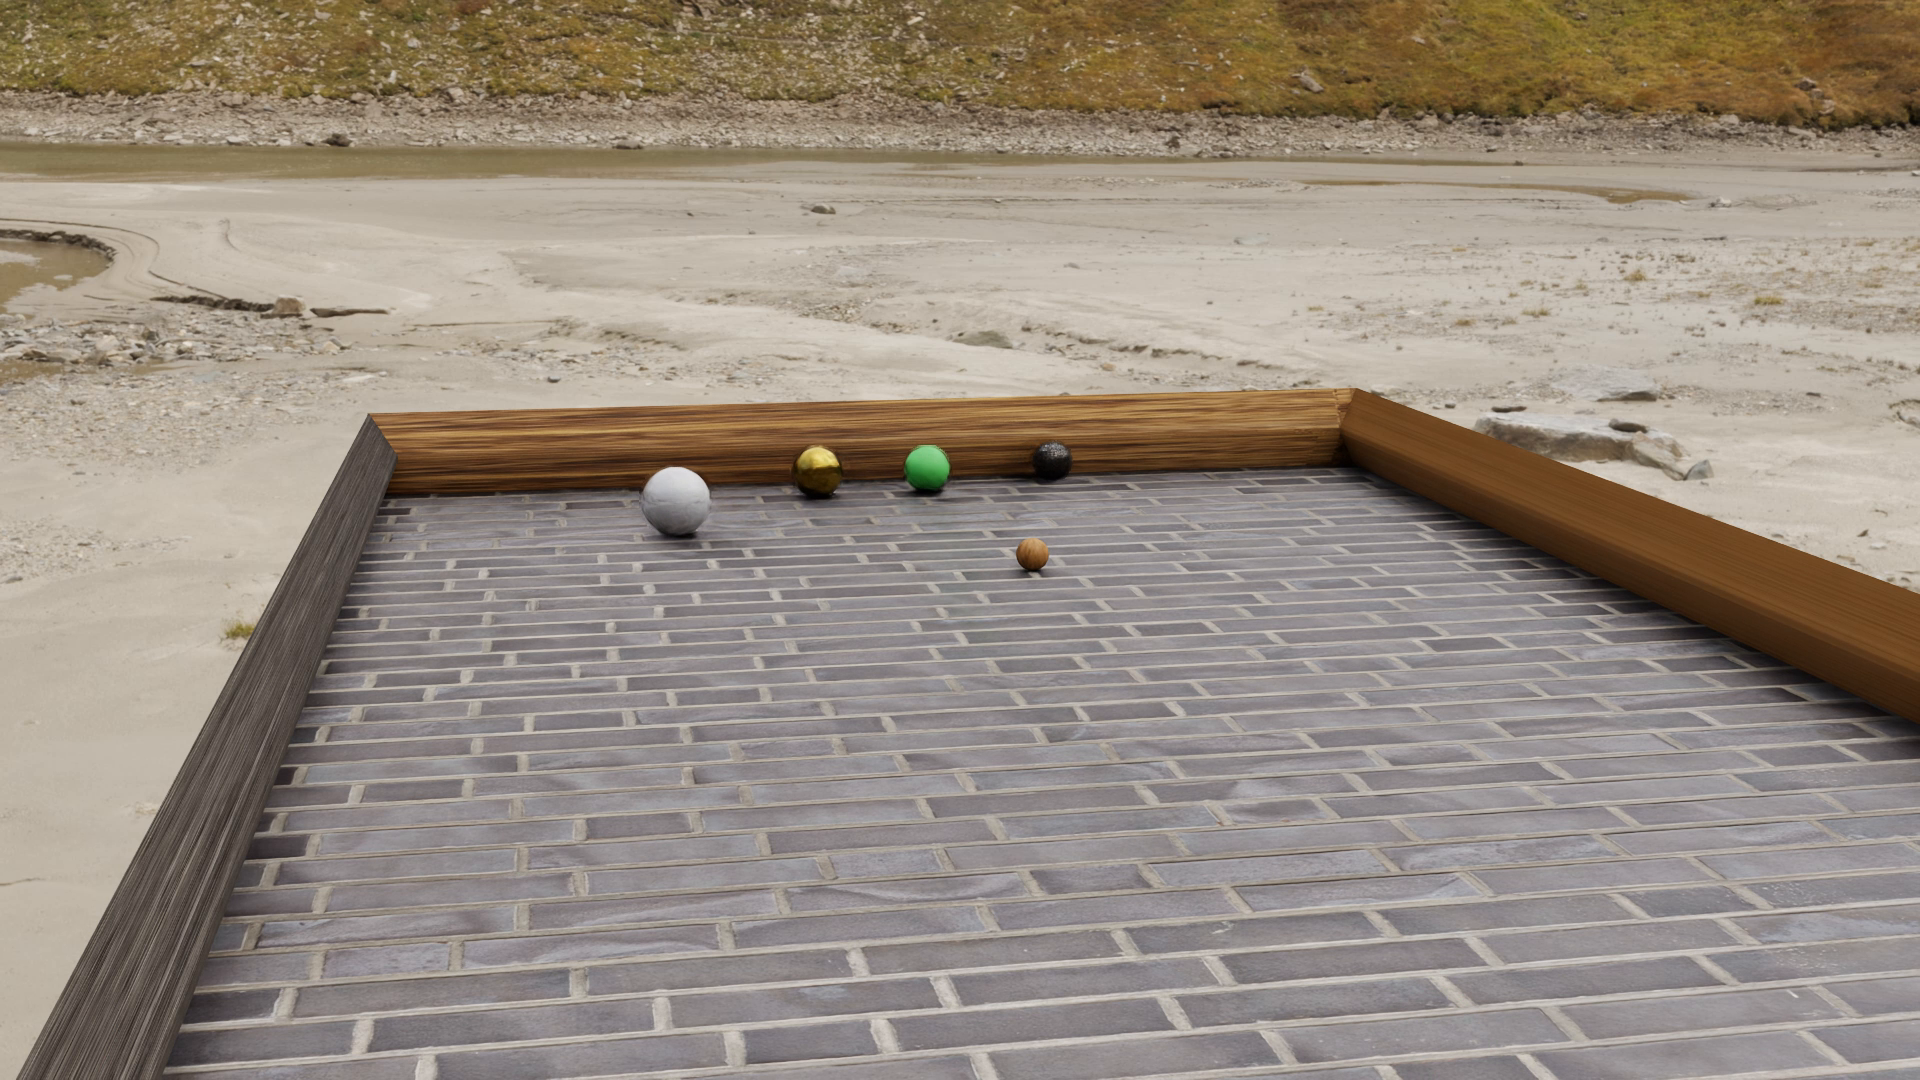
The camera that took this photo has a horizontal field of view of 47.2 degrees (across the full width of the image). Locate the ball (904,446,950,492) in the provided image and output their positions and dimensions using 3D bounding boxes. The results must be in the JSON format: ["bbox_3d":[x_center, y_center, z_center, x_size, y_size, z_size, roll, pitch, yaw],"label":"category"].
[{"bbox_3d":[-0.053,-0.113,3.510,0.072,0.072,0.072,0,12,0],"label":"ball"}]

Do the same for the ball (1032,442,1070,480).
[{"bbox_3d":[0.150,-0.130,3.615,0.063,0.063,0.063,0,12,0],"label":"ball"}]

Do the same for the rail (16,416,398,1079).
[{"bbox_3d":[-0.655,0.137,2.147,0.045,0.129,2.765,-2,12,-10],"label":"rail"}]

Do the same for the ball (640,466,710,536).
[{"bbox_3d":[-0.409,-0.055,3.163,0.099,0.099,0.099,0,12,0],"label":"ball"}]

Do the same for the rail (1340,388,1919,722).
[{"bbox_3d":[0.910,0.078,2.434,0.045,0.129,2.765,-2,12,-10],"label":"rail"}]

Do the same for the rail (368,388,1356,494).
[{"bbox_3d":[-0.123,-0.161,3.599,1.640,0.129,0.045,-2,12,-10],"label":"rail"}]

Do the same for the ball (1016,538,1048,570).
[{"bbox_3d":[0.097,0.019,2.939,0.044,0.044,0.044,0,12,0],"label":"ball"}]

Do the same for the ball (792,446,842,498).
[{"bbox_3d":[-0.225,-0.107,3.463,0.080,0.080,0.080,0,12,0],"label":"ball"}]
